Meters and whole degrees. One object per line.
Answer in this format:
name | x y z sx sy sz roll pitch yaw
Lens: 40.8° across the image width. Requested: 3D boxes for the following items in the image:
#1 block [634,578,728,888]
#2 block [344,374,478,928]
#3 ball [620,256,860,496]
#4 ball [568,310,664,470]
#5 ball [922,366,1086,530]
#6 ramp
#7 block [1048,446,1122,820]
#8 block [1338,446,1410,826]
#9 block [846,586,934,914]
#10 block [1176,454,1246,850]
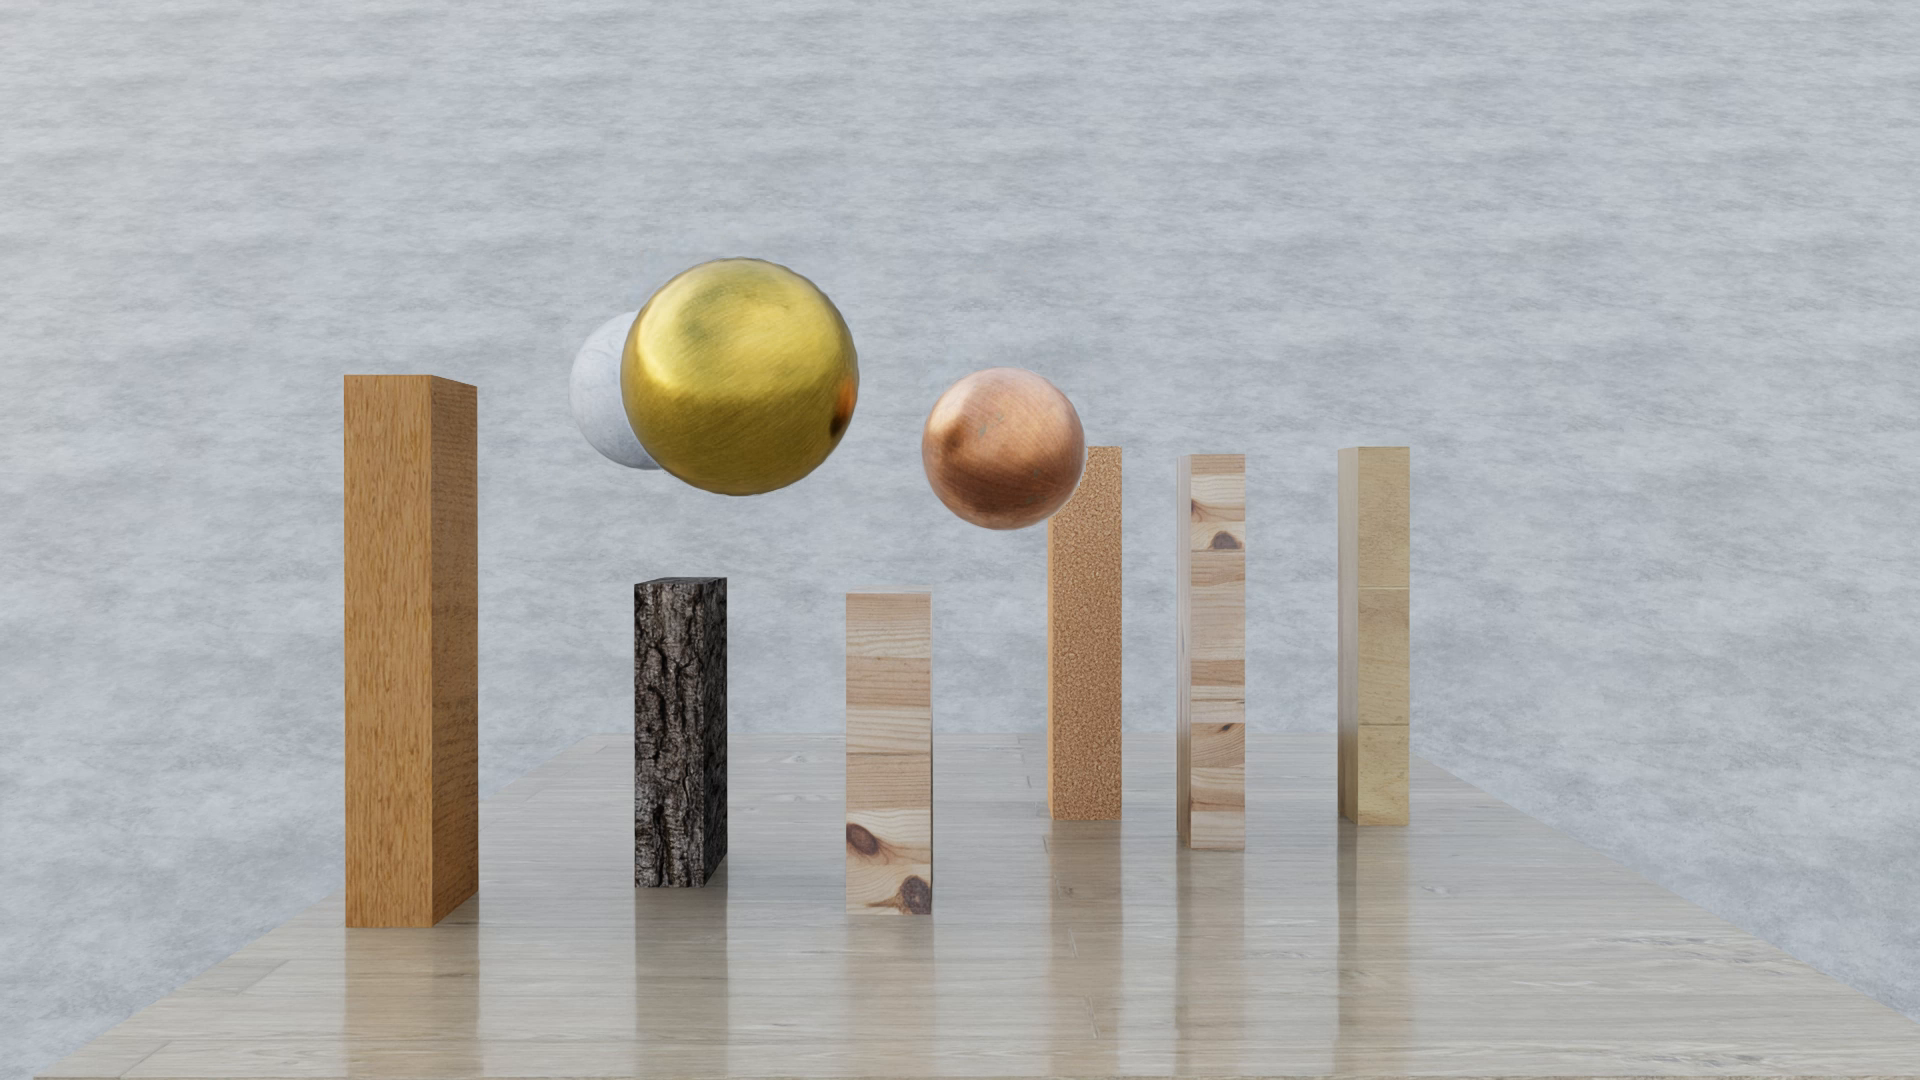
block | -0.441 0.294 4.114 0.104 0.459 0.409 0 1 0
block | -0.783 0.150 3.706 0.119 0.756 0.343 0 1 0
ball | -0.188 -0.140 2.213 0.205 0.205 0.205 0 28 0
ball | -0.334 -0.162 2.786 0.173 0.173 0.173 0 28 0
ball | 0.039 -0.082 2.319 0.148 0.148 0.148 0 28 0
ramp | 0.063 0.567 4.607 2.000 0.100 4.000 0 1 0
block | 0.234 0.170 4.894 0.127 0.687 0.282 0 1 0
block | 0.765 0.172 4.791 0.093 0.685 0.252 0 1 0
block | -0.101 0.300 3.837 0.119 0.453 0.388 0 1 0
block | 0.432 0.187 4.469 0.091 0.664 0.280 0 1 0
